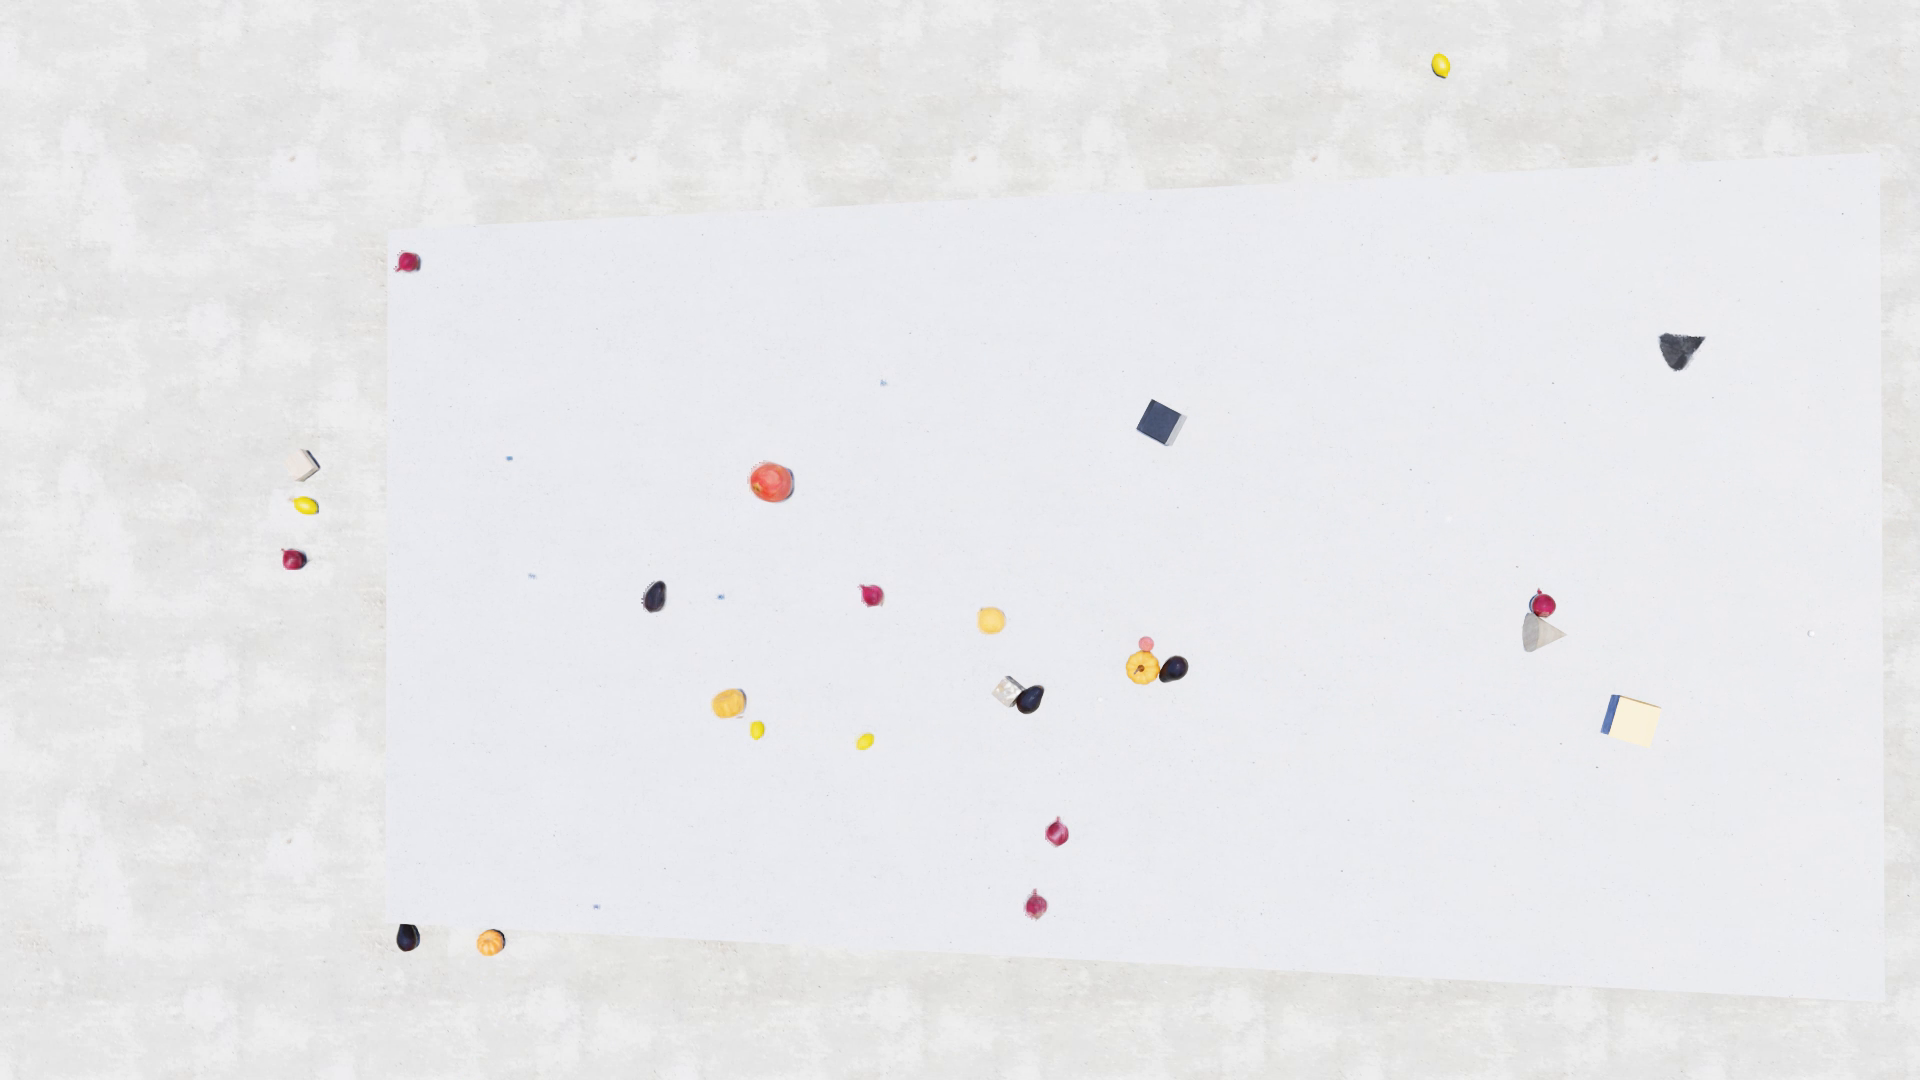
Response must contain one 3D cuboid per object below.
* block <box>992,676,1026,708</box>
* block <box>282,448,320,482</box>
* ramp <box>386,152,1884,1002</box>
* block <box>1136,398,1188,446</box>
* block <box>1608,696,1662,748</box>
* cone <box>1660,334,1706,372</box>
[{"bbox_3d":[0.128,0.398,5.765,0.058,0.058,0.058,39,100,14],"label":"block"},{"bbox_3d":[-1.921,-0.217,6.410,0.067,0.067,0.067,-36,89,0],"label":"block"},{"bbox_3d":[0.273,0.094,5.808,4.000,0.100,2.000,0,89,17],"label":"ramp"},{"bbox_3d":[0.518,-0.301,5.641,0.087,0.087,0.087,30,98,15],"label":"block"},{"bbox_3d":[1.623,0.436,5.287,0.097,0.097,0.097,17,94,17],"label":"block"},{"bbox_3d":[1.755,-0.470,5.288,0.098,0.098,0.098,-23,89,-12],"label":"cone"}]
